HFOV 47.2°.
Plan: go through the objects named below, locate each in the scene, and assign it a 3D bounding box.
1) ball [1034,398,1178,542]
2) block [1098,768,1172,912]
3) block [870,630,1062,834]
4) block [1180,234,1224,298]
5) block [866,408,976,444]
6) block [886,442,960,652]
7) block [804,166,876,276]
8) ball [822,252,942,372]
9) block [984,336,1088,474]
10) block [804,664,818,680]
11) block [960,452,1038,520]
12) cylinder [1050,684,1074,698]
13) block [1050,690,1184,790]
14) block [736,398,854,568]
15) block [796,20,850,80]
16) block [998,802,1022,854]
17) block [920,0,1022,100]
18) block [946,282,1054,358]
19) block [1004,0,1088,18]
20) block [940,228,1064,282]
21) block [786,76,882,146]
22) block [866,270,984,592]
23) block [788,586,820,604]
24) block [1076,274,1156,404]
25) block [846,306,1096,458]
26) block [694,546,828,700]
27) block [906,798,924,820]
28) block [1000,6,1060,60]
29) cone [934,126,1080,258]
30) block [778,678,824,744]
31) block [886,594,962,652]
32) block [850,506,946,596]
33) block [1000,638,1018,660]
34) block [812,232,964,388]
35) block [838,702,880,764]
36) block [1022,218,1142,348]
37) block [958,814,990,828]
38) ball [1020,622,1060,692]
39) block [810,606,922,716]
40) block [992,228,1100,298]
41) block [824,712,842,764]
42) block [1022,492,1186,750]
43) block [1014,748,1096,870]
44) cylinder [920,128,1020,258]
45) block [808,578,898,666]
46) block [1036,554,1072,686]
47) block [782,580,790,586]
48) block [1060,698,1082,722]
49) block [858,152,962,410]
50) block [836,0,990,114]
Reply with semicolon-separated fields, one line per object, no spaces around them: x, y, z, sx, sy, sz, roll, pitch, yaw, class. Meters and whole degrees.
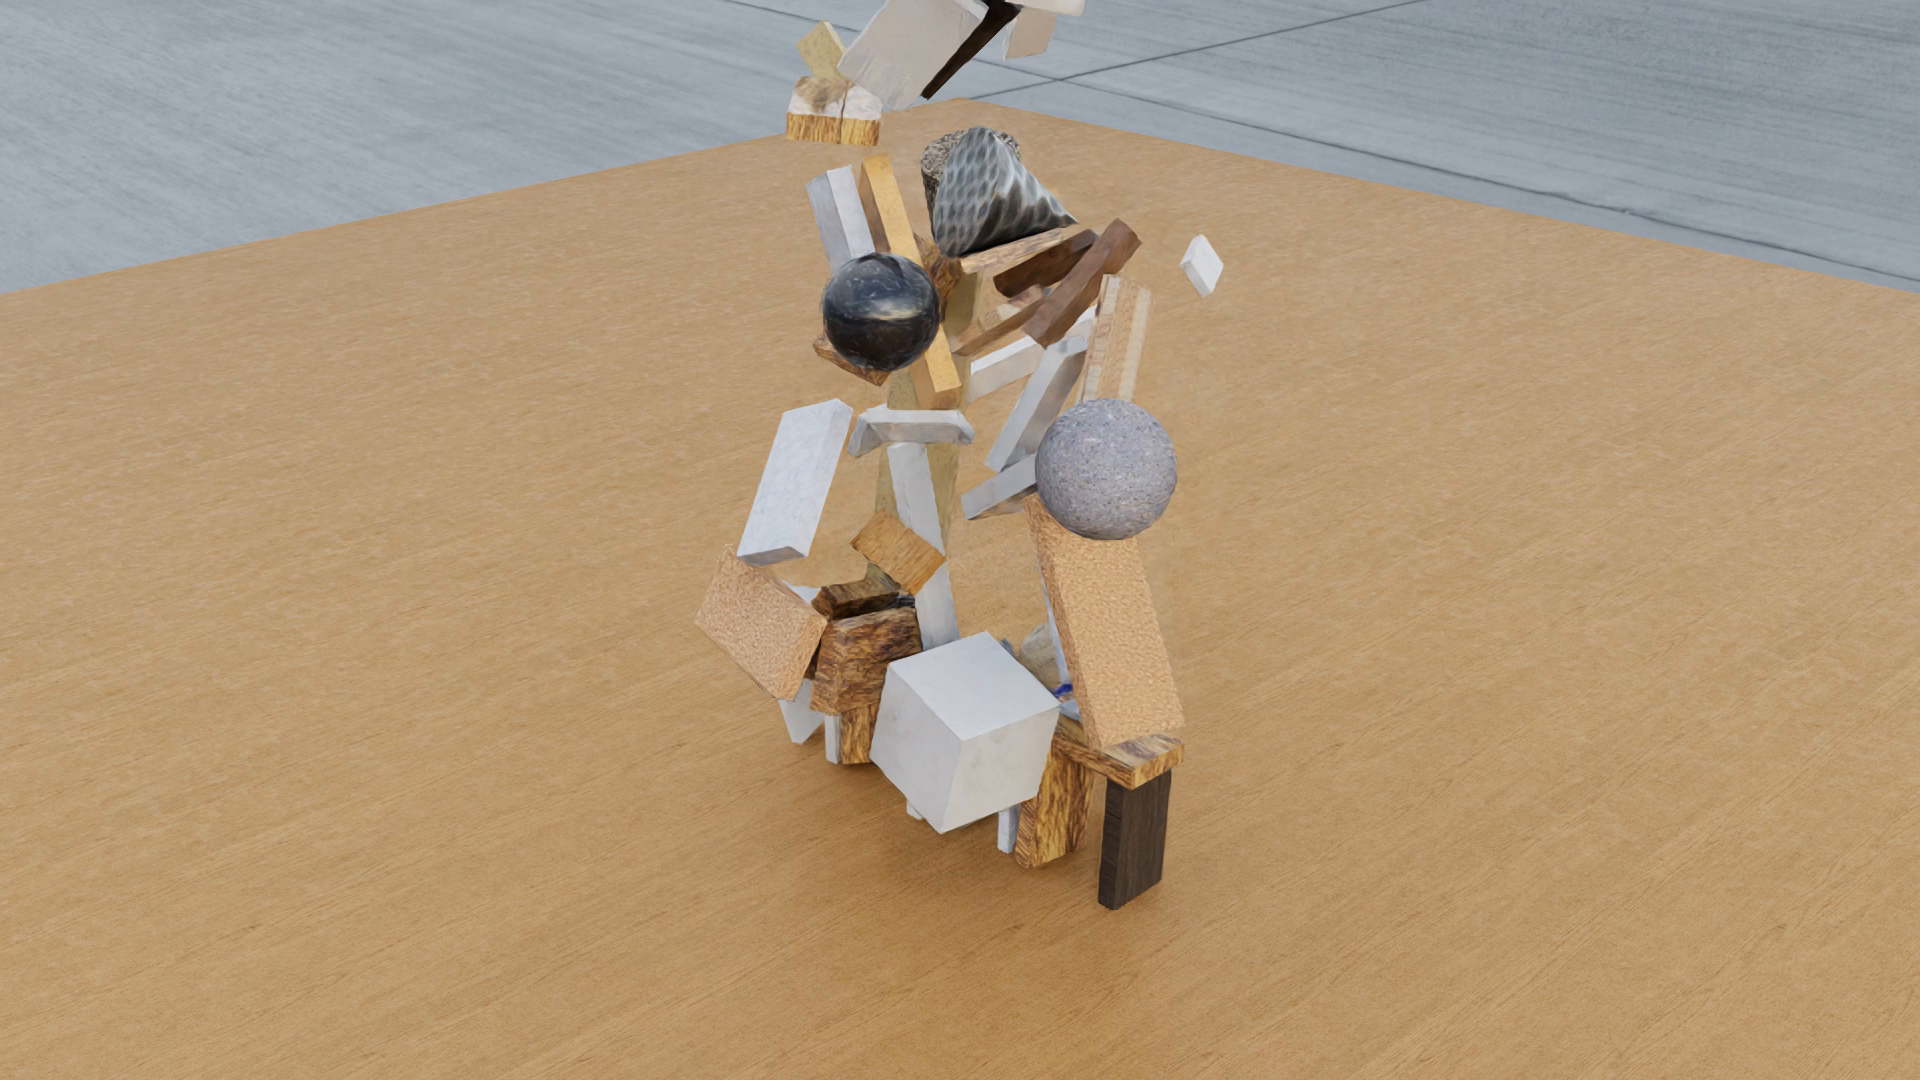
0.254;-0.122;3.815;0.247;0.247;0.247;0;23;0;ball
0.327;0.542;4.111;0.040;0.284;0.142;26;36;37;block
0.007;0.356;4.098;0.231;0.231;0.231;-17;45;-34;block
0.592;-0.671;5.370;0.028;0.098;0.196;-29;16;27;block
-0.073;-0.210;4.070;0.182;0.026;0.091;3;-21;22;block
-0.056;0.084;4.241;0.026;0.574;0.091;1;19;33;block
-0.205;-0.533;4.195;0.048;0.336;0.168;-18;6;-17;block
-0.139;-0.403;3.892;0.212;0.212;0.212;0;23;0;ball
0.149;-0.253;4.125;0.038;0.268;0.134;37;26;16;block
-0.321;0.251;4.640;0.185;0.026;0.093;11;36;27;block
0.153;-0.111;4.149;0.177;0.050;0.354;-10;-8;-25;block
0.242;0.353;4.397;0.154;0.154;0.154;-6;-11;-13;cylinder
0.265;0.369;4.098;0.142;0.040;0.283;-22;32;-37;block
-0.308;-0.107;4.113;0.157;0.314;0.044;-10;-35;45;block
-0.251;-0.935;4.347;0.081;0.161;0.023;-34;-3;32;block
0.118;0.513;4.311;0.026;0.186;0.093;22;32;38;block
-0.029;-0.931;3.973;0.148;0.295;0.042;35;50;-18;block
0.080;-0.415;4.167;0.208;0.029;0.104;-30;-10;16;block
0.101;-1.006;3.787;0.148;0.042;0.295;4;40;-28;block
0.077;-0.530;4.082;0.208;0.029;0.104;-20;6;-20;block
-0.232;-0.812;4.153;0.168;0.048;0.336;5;23;-2;block
-0.076;-0.232;4.579;0.157;0.687;0.044;10;11;14;block
-0.332;0.128;4.519;0.148;0.021;0.074;4;40;16;block
0.283;-0.337;4.021;0.038;0.268;0.134;9;-6;34;block
0.053;-0.367;4.934;0.028;0.098;0.887;38;40;20;block
-0.375;0.152;4.108;0.046;0.163;0.327;17;12;-39;block
-0.043;0.400;4.431;0.149;0.298;0.042;-15;21;-33;block
0.156;-1.119;4.781;0.098;0.028;0.196;-13;-18;-15;block
0.119;-0.624;4.134;0.250;0.250;0.250;11;17;-27;cone
-0.349;0.333;4.717;0.026;0.185;0.093;4;32;33;block
-0.103;0.188;4.483;0.149;0.042;0.298;-3;22;-21;block
-0.115;0.020;4.033;0.091;0.026;0.182;-49;50;-3;block
0.111;0.295;4.225;0.015;0.214;0.052;-5;23;45;block
-0.139;-0.469;4.418;0.157;0.044;0.314;29;73;23;block
-0.169;0.320;4.607;0.149;0.298;0.042;-1;17;-16;block
0.228;-0.474;4.096;0.038;0.268;0.134;42;6;12;block
0.023;0.475;4.401;0.093;0.186;0.026;-21;26;-40;block
0.215;0.265;4.925;0.165;0.165;0.165;0;23;0;ball
-0.169;0.224;4.158;0.046;0.163;0.327;15;10;24;block
0.174;-0.519;4.163;0.208;0.029;0.104;-25;-14;16;block
-0.249;0.369;4.653;0.026;0.185;0.093;13;26;32;block
0.261;0.130;3.986;0.177;0.472;0.050;-12;-6;-24;block
0.188;0.490;4.237;0.142;0.284;0.040;-16;37;-34;block
0.034;-0.719;4.614;0.208;0.208;0.208;-6;41;5;cylinder
-0.238;0.160;4.296;0.046;0.163;0.327;39;13;13;block
0.235;0.094;4.215;0.050;0.354;0.177;-17;-10;39;block
-0.386;0.164;4.622;0.021;0.149;0.074;22;44;16;block
0.241;0.326;4.121;0.104;0.015;0.052;21;30;38;block
-0.099;-0.467;4.105;0.048;0.487;0.168;-14;-17;-11;block
-0.088;-0.901;3.950;0.148;0.295;0.042;33;52;-14;block
